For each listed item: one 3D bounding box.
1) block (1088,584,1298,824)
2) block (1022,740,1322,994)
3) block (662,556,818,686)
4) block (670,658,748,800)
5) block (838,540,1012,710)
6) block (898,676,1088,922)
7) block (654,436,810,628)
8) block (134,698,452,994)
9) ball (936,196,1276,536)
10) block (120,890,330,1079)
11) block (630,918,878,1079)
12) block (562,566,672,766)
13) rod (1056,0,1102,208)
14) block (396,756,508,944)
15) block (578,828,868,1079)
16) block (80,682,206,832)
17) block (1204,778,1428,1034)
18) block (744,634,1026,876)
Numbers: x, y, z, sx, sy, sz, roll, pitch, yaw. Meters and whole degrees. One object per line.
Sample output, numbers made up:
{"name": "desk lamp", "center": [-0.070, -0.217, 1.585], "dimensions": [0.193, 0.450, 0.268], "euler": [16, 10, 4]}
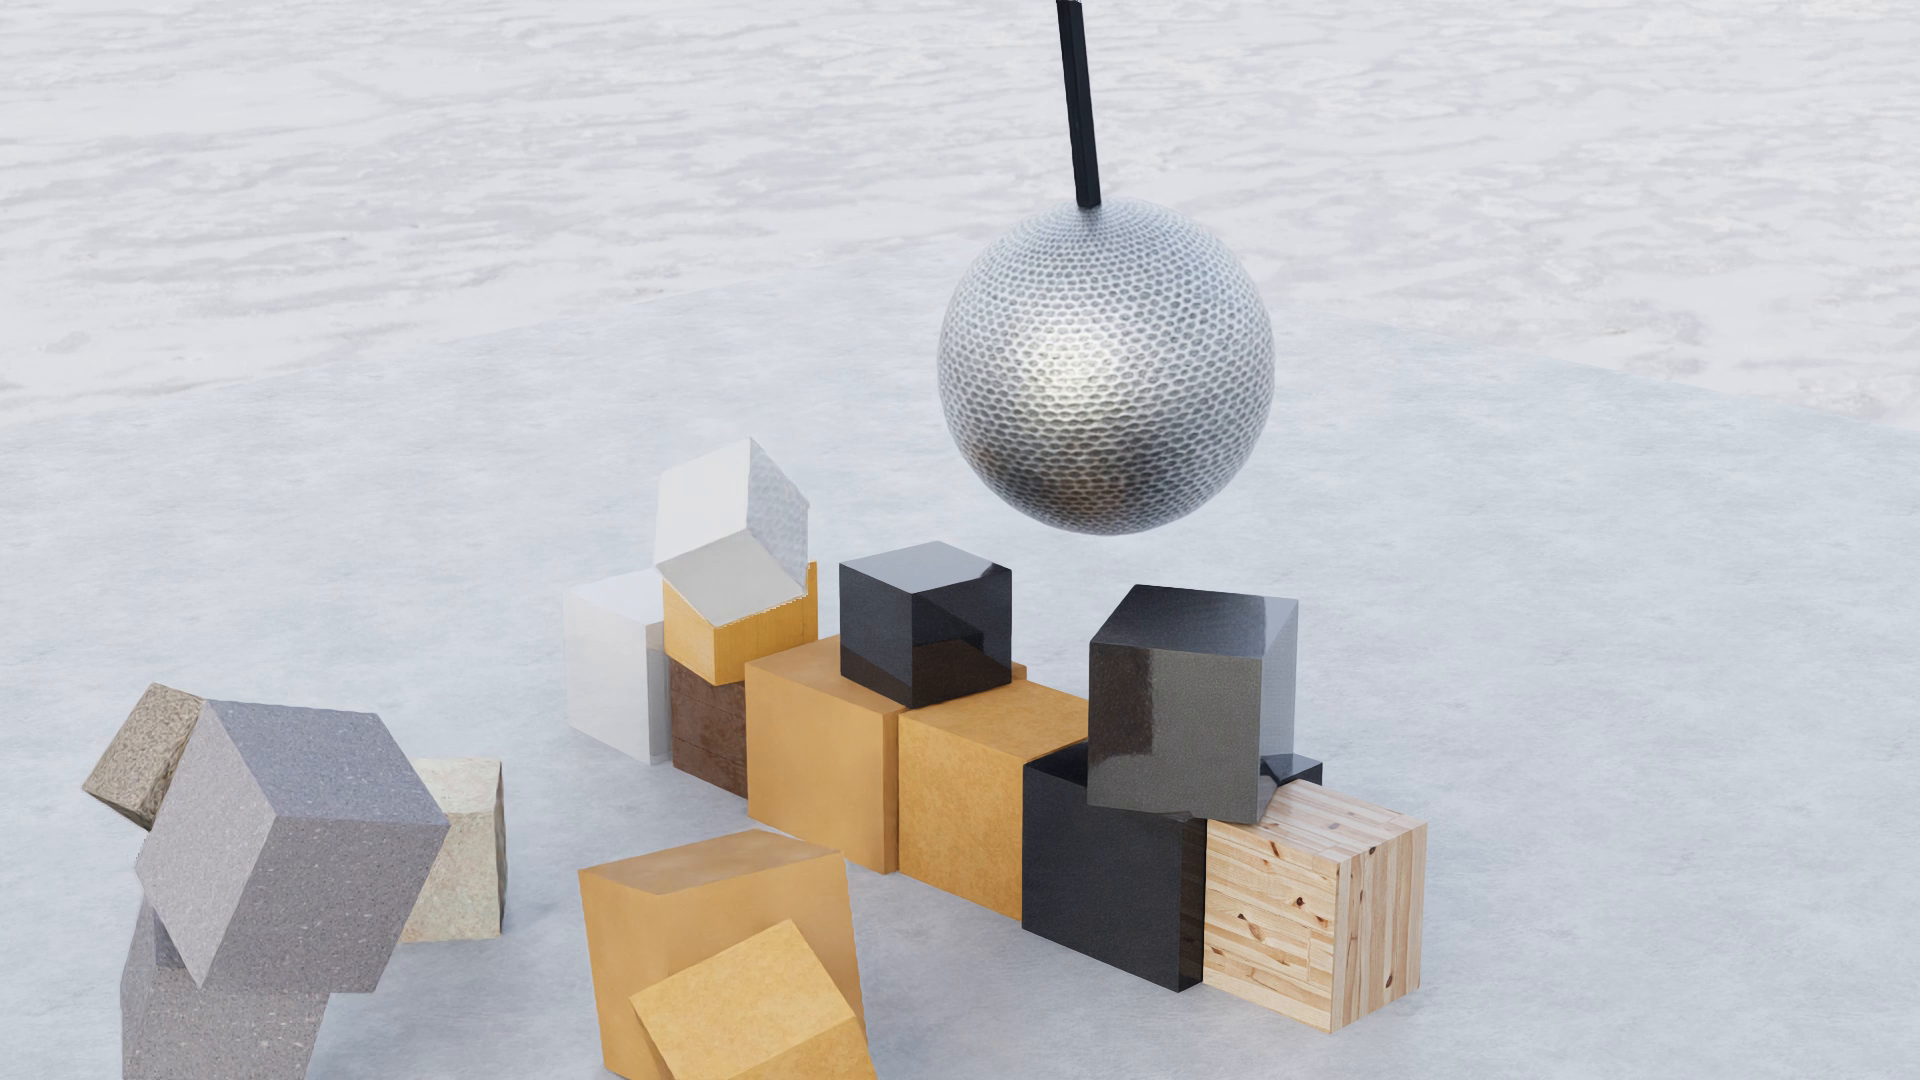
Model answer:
{"name": "block", "center": [0.990, 0.680, 12.395], "dimensions": [0.719, 0.721, 0.795], "euler": [5, 18, 16]}
{"name": "block", "center": [0.921, 1.337, 12.800], "dimensions": [0.907, 0.775, 0.933], "euler": [17, 24, 42]}
{"name": "block", "center": [-1.084, 0.332, 14.449], "dimensions": [0.569, 0.540, 0.560], "euler": [-10, 20, -29]}
{"name": "block", "center": [-0.932, 0.871, 14.604], "dimensions": [0.698, 0.581, 0.738], "euler": [-16, 23, -41]}
{"name": "block", "center": [-0.160, 0.385, 13.573], "dimensions": [0.572, 0.553, 0.567], "euler": [-13, 22, -35]}
{"name": "block", "center": [0.263, 1.163, 13.350], "dimensions": [0.794, 0.776, 0.736], "euler": [16, 24, 42]}
{"name": "block", "center": [-1.007, -0.034, 13.011], "dimensions": [0.474, 0.491, 0.551], "euler": [-21, 44, 21]}
{"name": "block", "center": [-2.508, 1.154, 10.988], "dimensions": [0.724, 0.794, 0.720], "euler": [9, 27, -42]}
{"name": "ball", "center": [0.686, -0.818, 13.804], "dimensions": [1.600, 1.600, 1.600], "euler": [0, 17, 0]}
{"name": "block", "center": [-2.853, 1.719, 11.372], "dimensions": [0.662, 0.607, 0.618], "euler": [10, 29, -22]}
{"name": "block", "center": [-0.709, 1.921, 10.624], "dimensions": [0.653, 0.659, 0.622], "euler": [-25, 36, -13]}
{"name": "block", "center": [-1.518, 0.622, 15.124], "dimensions": [0.739, 0.745, 0.749], "euler": [-14, 22, -38]}
{"name": "rod", "center": [0.297, -3.902, 12.427], "dimensions": [0.080, 5.200, 0.080], "euler": [17, 33, 42]}
{"name": "block", "center": [-2.370, 1.367, 12.990], "dimensions": [0.667, 0.601, 0.650], "euler": [-2, 18, -5]}
{"name": "block", "center": [-0.932, 1.650, 11.497], "dimensions": [0.792, 0.806, 0.755], "euler": [-10, 7, -30]}
{"name": "block", "center": [-3.427, 1.092, 13.231], "dimensions": [0.649, 0.574, 0.676], "euler": [41, -19, -32]}
{"name": "block", "center": [1.481, 1.518, 12.258], "dimensions": [0.607, 0.753, 0.676], "euler": [-17, 24, -42]}
{"name": "block", "center": [-0.351, 0.963, 13.967], "dimensions": [0.926, 0.787, 0.962], "euler": [-16, 24, -42]}
